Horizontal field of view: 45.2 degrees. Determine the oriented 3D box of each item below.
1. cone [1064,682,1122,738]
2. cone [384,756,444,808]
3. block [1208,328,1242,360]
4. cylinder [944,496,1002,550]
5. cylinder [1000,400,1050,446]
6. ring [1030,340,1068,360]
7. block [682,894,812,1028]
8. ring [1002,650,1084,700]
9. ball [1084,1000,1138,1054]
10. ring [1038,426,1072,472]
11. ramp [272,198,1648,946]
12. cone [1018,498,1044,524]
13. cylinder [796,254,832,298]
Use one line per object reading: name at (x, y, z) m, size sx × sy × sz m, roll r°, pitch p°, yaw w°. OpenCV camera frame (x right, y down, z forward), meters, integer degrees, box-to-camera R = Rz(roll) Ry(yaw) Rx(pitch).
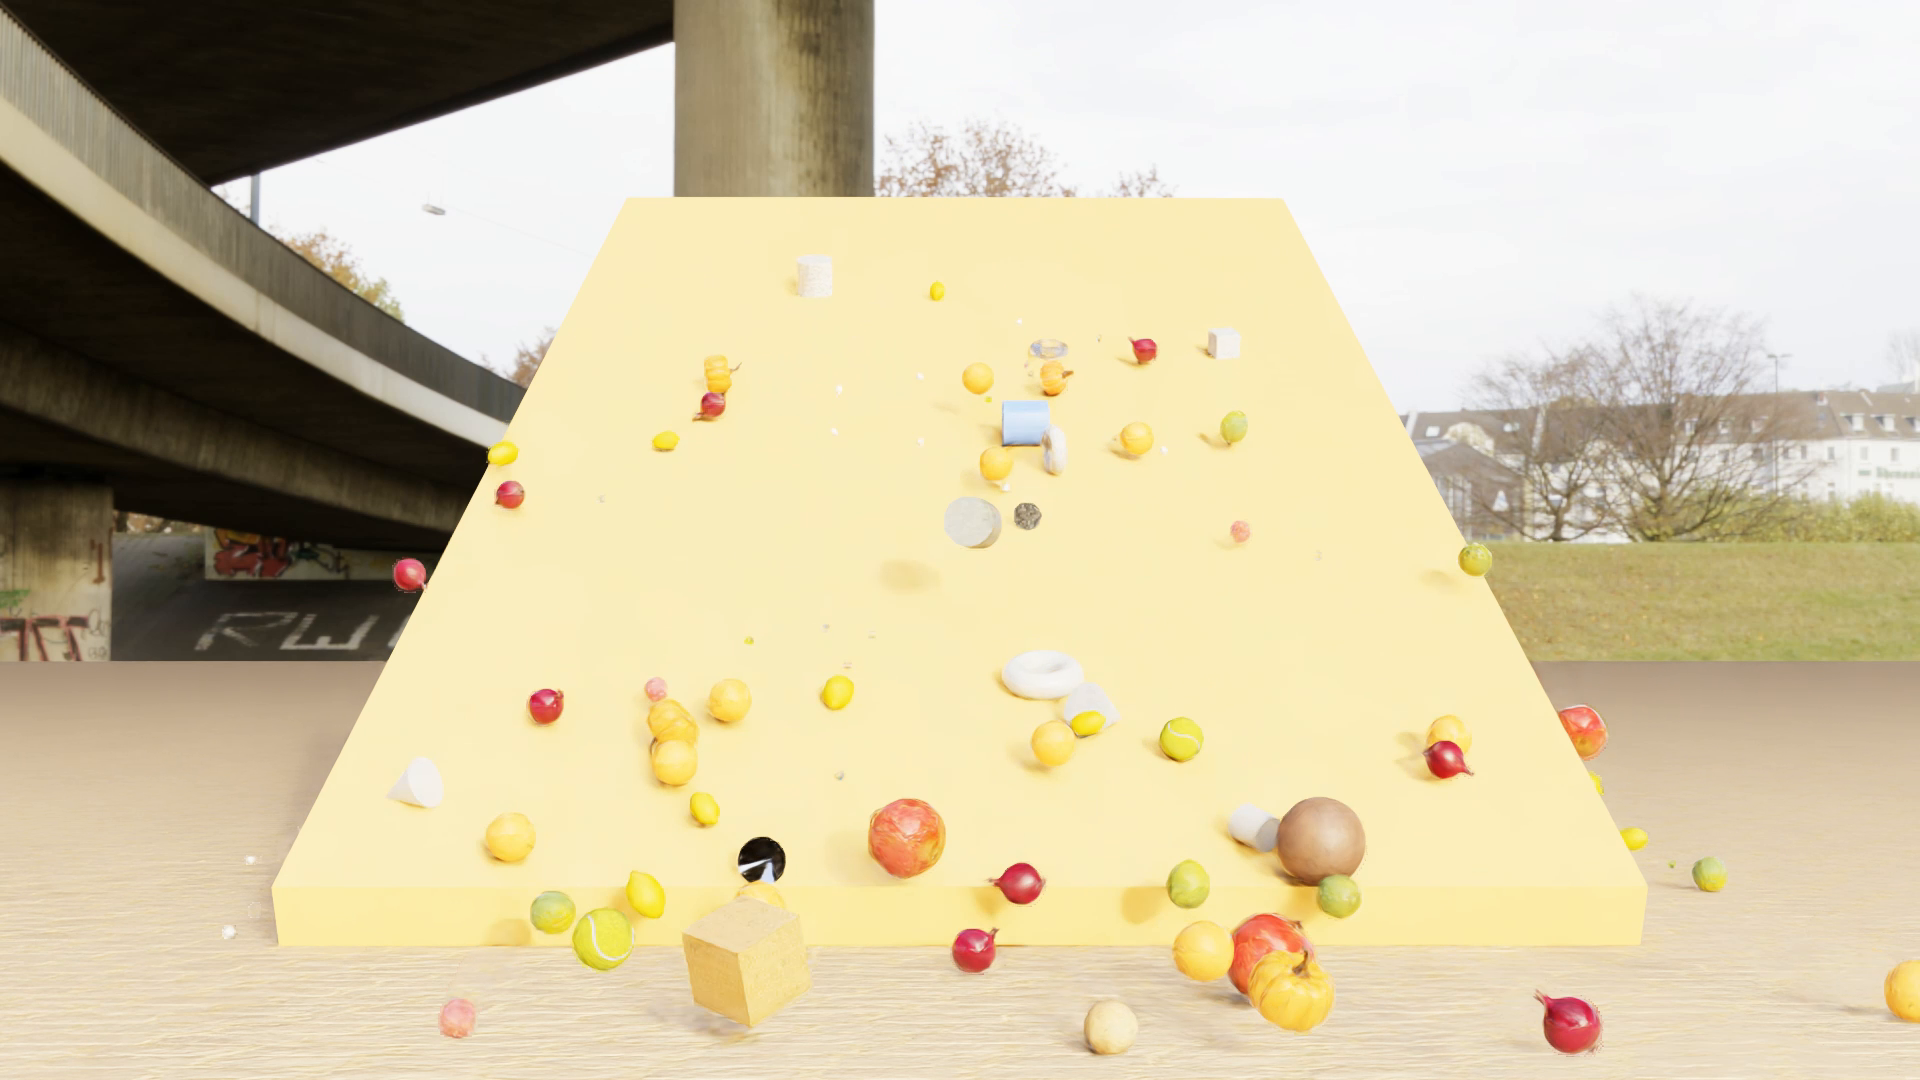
cone at (0.239, 0.288, 3.814) m, size 0.094 × 0.094 × 0.094 m, roll -3°, pitch -14°, yaw 45°
cone at (-0.860, 0.387, 3.579) m, size 0.082 × 0.082 × 0.082 m, roll -21°, pitch -11°, yaw 22°
block at (0.643, -0.478, 5.616) m, size 0.060 × 0.060 × 0.060 m, roll -6°, pitch 24°, yaw -14°
cylinder at (0.024, -0.030, 4.089) m, size 0.090 × 0.090 × 0.090 m, roll -1°, pitch -3°, yaw 12°
cylinder at (0.142, -0.256, 5.034) m, size 0.099 × 0.099 × 0.099 m, roll -1°, pitch -3°, yaw -3°
ring at (0.217, -0.464, 5.619) m, size 0.095 × 0.032 × 0.095 m, roll 1°, pitch 23°, yaw -1°
block at (-0.235, 0.463, 2.545) m, size 0.093 × 0.093 × 0.093 m, roll 11°, pitch 28°, yaw 41°
ring at (0.142, 0.230, 3.947) m, size 0.140 × 0.047 × 0.140 m, roll 0°, pitch 22°, yaw 0°
ball at (0.161, 0.521, 2.471) m, size 0.058 × 0.058 × 0.058 m, roll 0°, pitch -3°, yaw 0°
ring at (0.200, -0.192, 4.877) m, size 0.035 × 0.106 × 0.106 m, roll 19°, pitch -10°, yaw -22°
ramp at (-0.007, -0.225, 5.217) m, size 2.000 × 0.100 × 4.000 m, roll 0°, pitch 23°, yaw 0°
cone at (0.131, -0.046, 4.629) m, size 0.057 × 0.057 × 0.057 m, roll 1°, pitch -30°, yaw -22°
cylinder at (-0.383, -0.694, 6.082) m, size 0.094 × 0.094 × 0.094 m, roll 0°, pitch 23°, yaw 0°
